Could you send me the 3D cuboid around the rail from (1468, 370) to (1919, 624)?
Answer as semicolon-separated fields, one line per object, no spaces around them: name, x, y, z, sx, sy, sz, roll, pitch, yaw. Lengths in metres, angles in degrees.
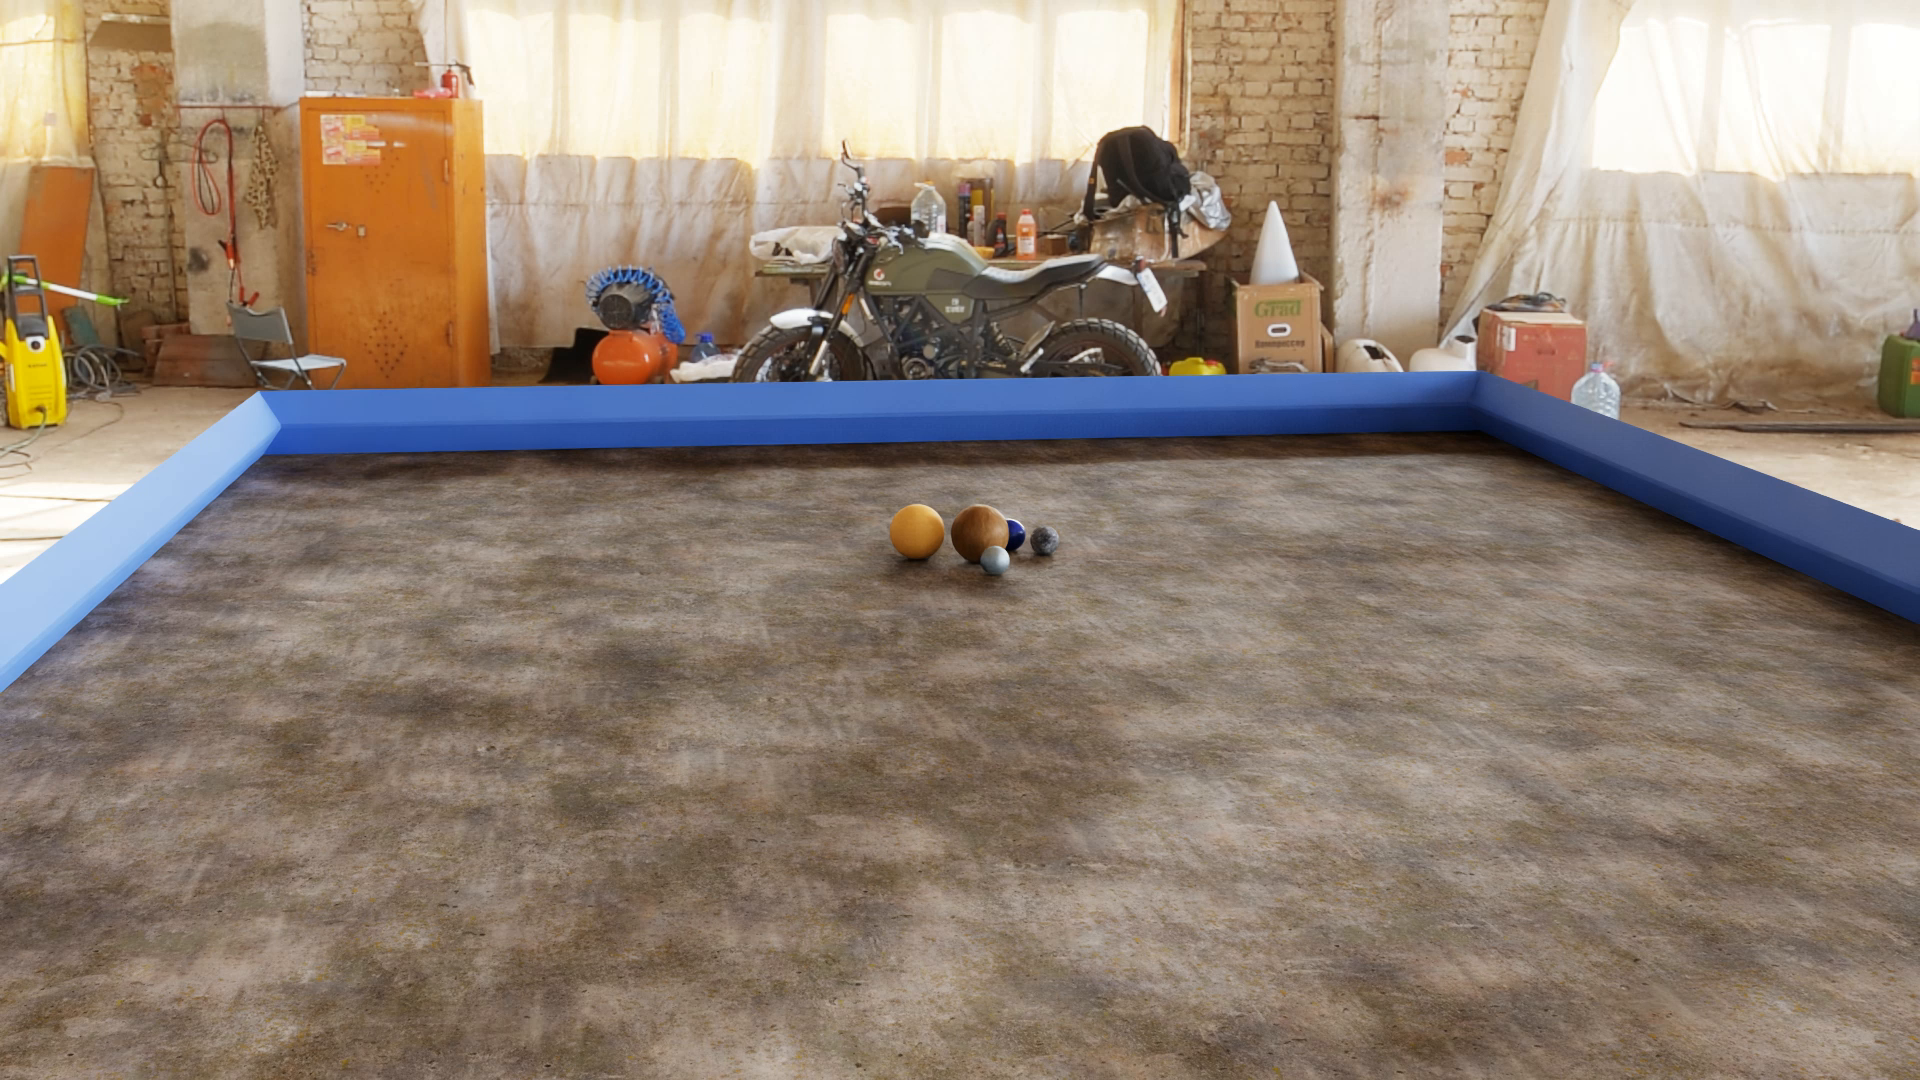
rail;1.270;0.157;2.287;0.045;0.117;4.233;-1;12;-7

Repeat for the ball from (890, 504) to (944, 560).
ball;-0.062;-0.012;3.185;0.080;0.080;0.080;0;12;0

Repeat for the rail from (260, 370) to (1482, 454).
rail;-0.128;-0.241;4.180;2.342;0.117;0.045;-1;12;-7

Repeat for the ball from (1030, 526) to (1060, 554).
ball;0.124;0.000;3.217;0.043;0.043;0.043;0;12;0

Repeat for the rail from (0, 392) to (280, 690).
rail;-1.007;0.216;2.008;0.045;0.117;4.233;-1;12;-7

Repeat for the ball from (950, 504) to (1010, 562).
ball;0.029;-0.009;3.161;0.084;0.084;0.084;0;12;0

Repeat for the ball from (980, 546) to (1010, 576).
ball;0.049;0.029;3.086;0.041;0.041;0.041;0;12;0

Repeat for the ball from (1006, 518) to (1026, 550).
ball;0.073;-0.008;3.244;0.047;0.047;0.047;0;12;0
